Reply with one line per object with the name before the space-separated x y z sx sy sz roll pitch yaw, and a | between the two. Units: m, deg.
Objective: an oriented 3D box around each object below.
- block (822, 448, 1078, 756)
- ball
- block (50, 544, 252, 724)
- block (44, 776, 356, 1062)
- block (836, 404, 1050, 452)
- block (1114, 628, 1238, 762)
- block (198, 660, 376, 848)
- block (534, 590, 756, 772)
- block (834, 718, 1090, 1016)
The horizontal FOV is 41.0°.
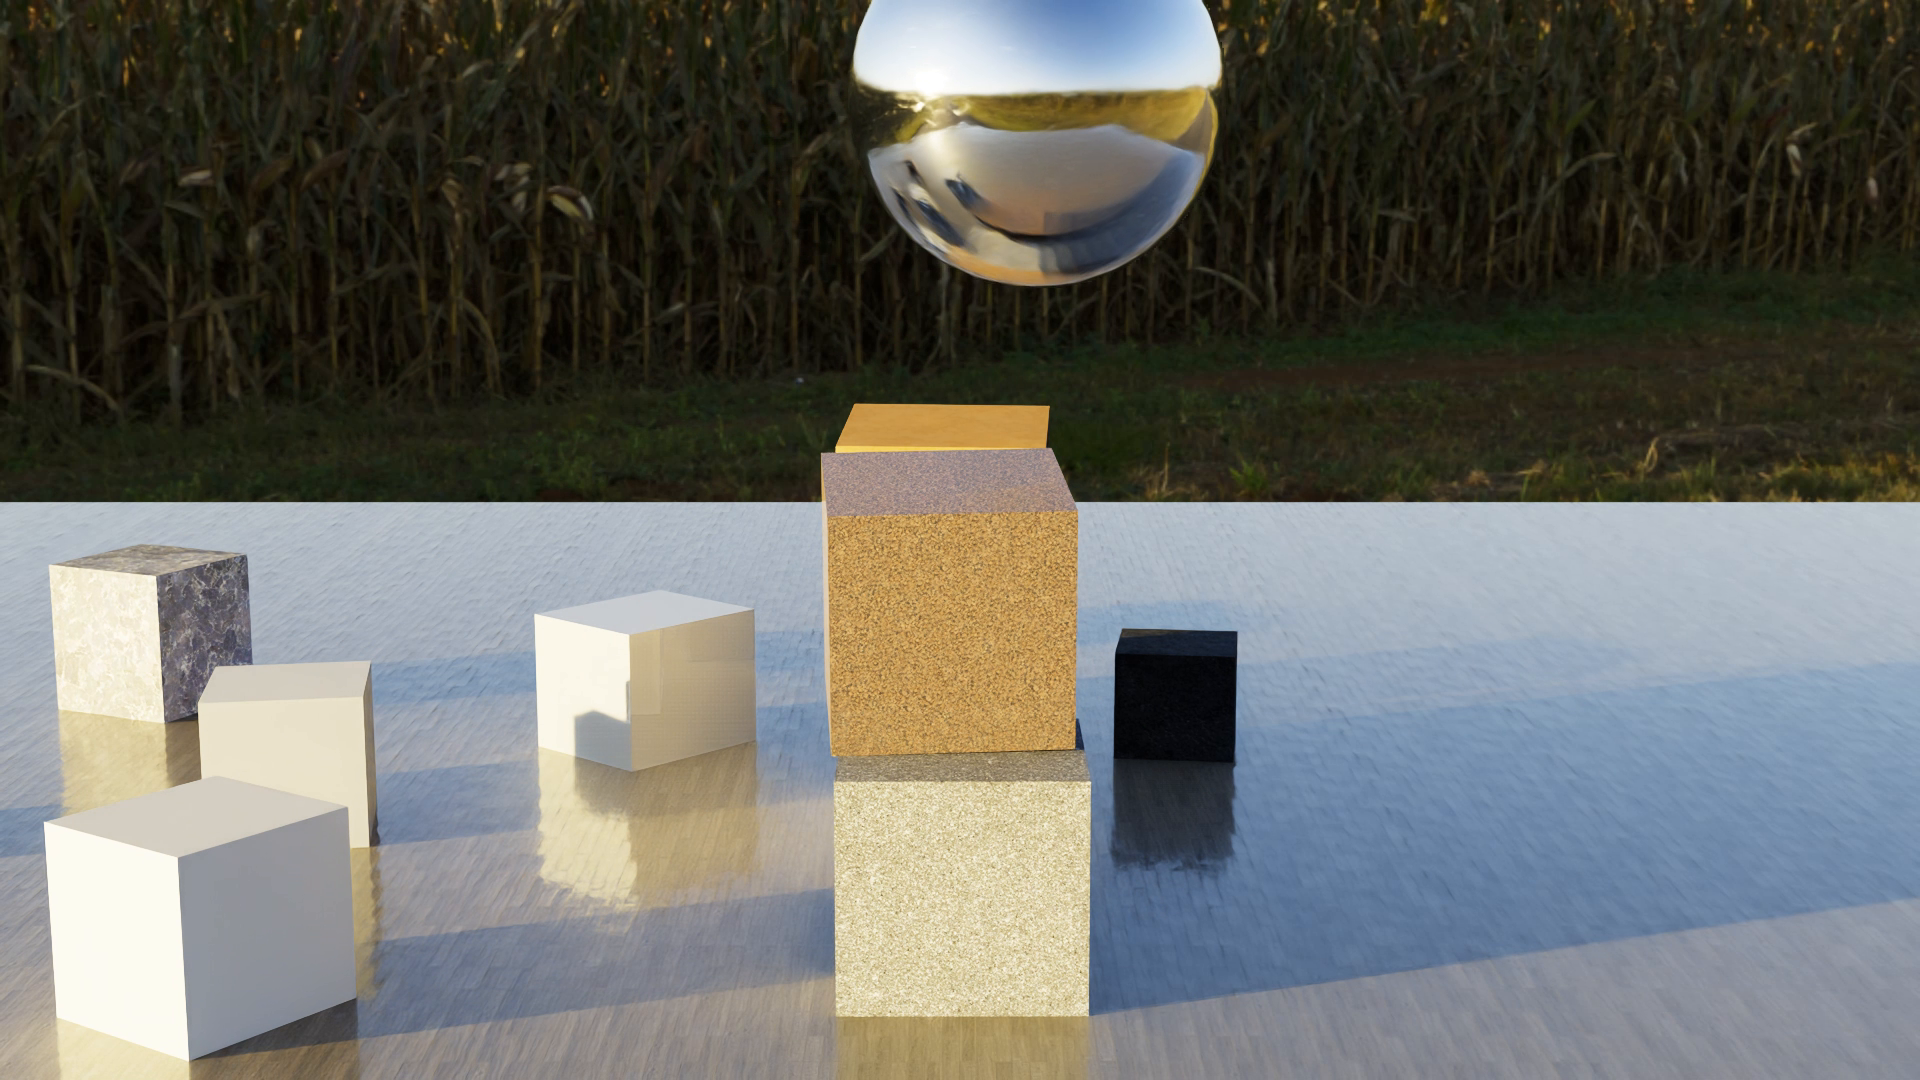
block | -0.060 0.228 10.197 0.944 0.963 0.912 -1 17 -4
ball | 0.322 -1.872 10.840 1.600 1.600 1.600 0 10 0
block | -4.545 0.512 14.459 0.764 0.820 0.735 5 11 25
block | -2.863 1.405 9.707 0.765 0.762 0.792 7 13 34
block | -0.063 -0.016 12.041 0.940 1.069 0.922 1 15 3
block | 1.143 0.812 13.538 0.618 0.558 0.623 1 10 7
block | -3.138 1.009 12.034 0.725 0.710 0.742 -2 10 -10
block | -1.658 0.728 13.571 0.754 0.713 0.867 9 14 41
block | 0.008 1.262 10.064 0.953 0.916 0.946 0 10 0
